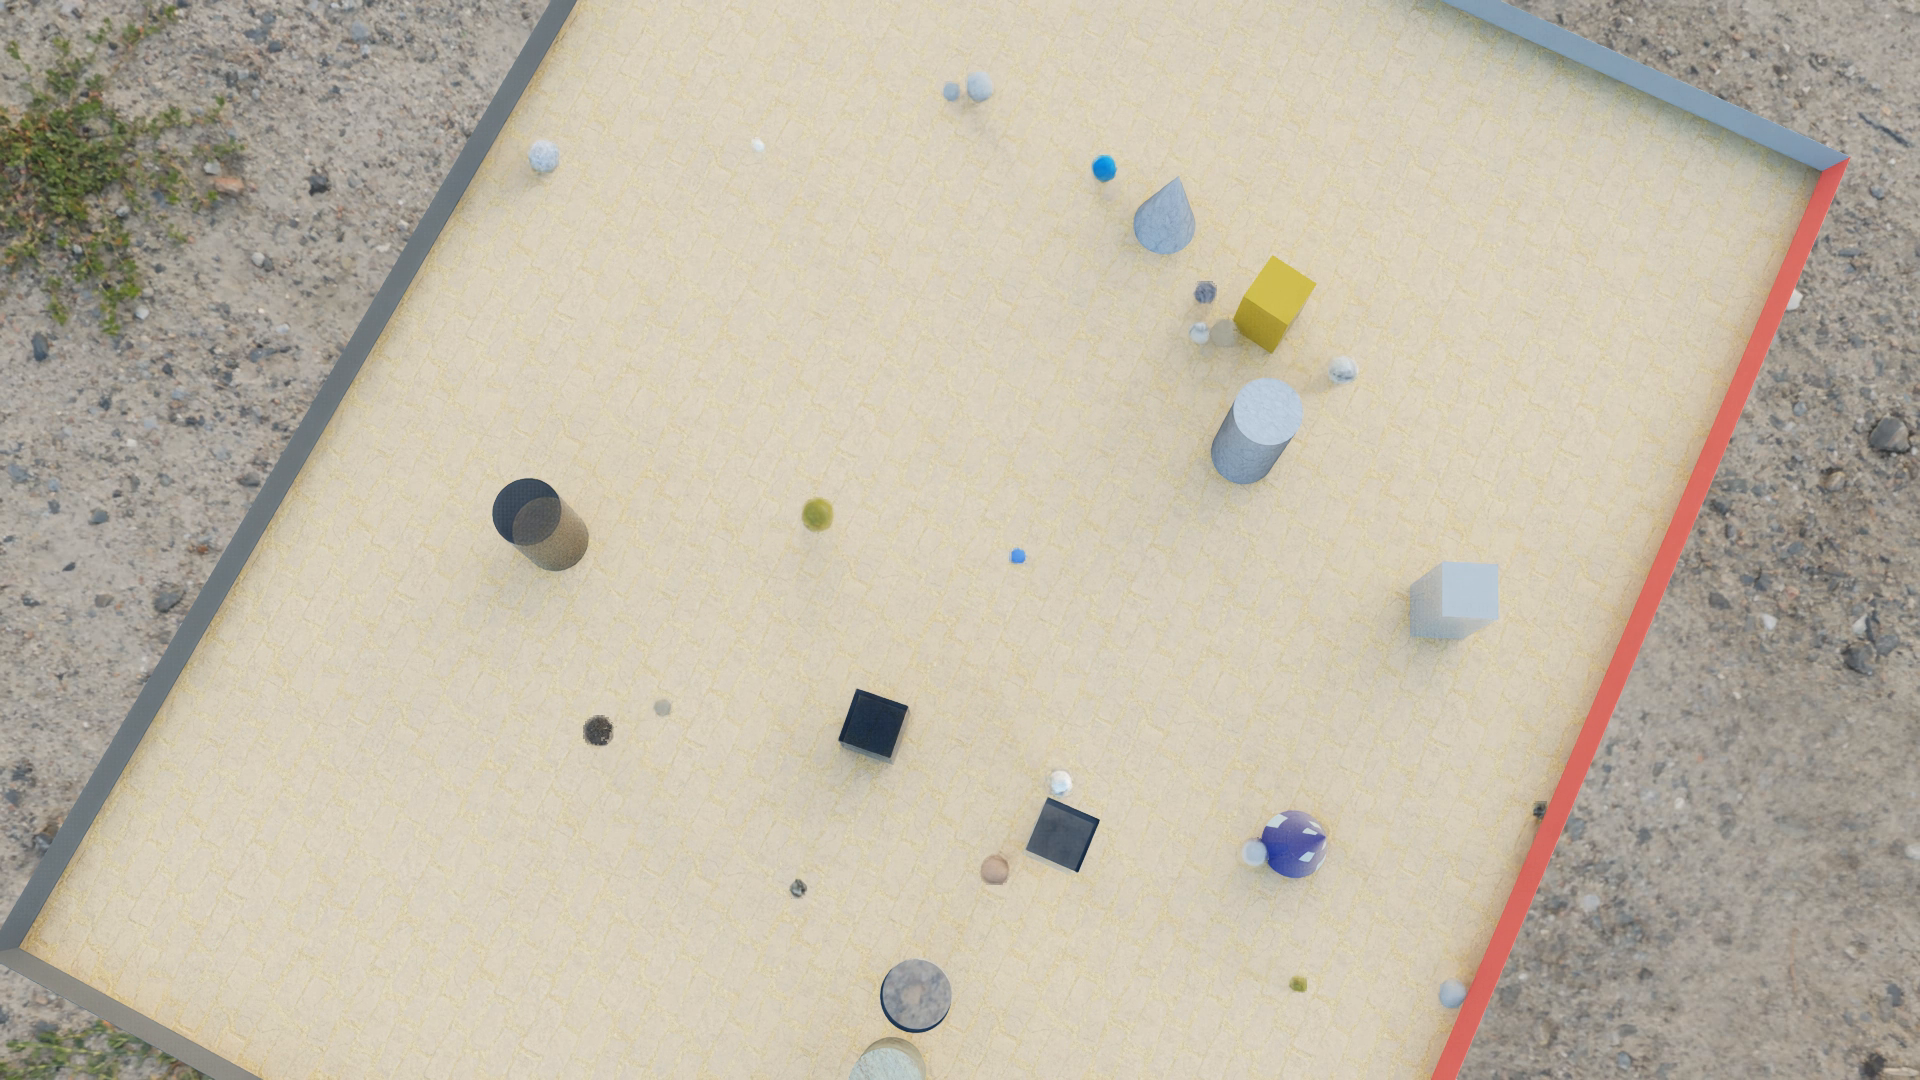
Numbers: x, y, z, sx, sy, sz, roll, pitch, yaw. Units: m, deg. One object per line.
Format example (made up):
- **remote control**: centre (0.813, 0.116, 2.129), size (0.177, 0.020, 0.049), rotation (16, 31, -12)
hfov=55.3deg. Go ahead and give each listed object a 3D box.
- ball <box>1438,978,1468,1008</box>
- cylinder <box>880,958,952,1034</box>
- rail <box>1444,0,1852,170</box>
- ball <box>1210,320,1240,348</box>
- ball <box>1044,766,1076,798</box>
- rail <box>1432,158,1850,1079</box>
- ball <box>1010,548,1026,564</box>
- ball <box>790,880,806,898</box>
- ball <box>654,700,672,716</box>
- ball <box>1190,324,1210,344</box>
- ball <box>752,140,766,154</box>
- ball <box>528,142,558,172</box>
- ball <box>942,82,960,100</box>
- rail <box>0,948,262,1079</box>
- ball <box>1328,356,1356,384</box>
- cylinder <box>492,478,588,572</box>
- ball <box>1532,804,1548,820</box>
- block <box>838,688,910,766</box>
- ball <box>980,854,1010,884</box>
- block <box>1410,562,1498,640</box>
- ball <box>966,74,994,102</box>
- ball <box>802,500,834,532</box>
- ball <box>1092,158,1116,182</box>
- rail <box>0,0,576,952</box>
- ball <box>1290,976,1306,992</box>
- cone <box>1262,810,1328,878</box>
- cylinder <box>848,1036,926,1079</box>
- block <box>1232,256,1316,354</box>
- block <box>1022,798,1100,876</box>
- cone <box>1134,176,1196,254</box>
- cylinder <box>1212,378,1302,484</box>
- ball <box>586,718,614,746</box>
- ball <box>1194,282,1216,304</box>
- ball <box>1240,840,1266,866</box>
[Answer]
- **ball**: centre (1.426, 1.312, 5.304), size (0.080, 0.080, 0.080), rotation (0, 78, 0)
- **cylinder**: centre (-0.122, 1.287, 5.196), size (0.198, 0.302, 0.198), rotation (0, 78, 0)
- **rail**: centre (1.034, -2.019, 5.968), size (3.898, 0.129, 0.045), rotation (26, 80, 5)
- **ball**: centre (0.826, -0.642, 5.704), size (0.089, 0.089, 0.089), rotation (0, 78, 0)
- **ball**: centre (0.296, 0.715, 5.422), size (0.091, 0.091, 0.091), rotation (0, 78, 0)
- **rail**: centre (1.722, 0.850, 5.374), size (0.045, 0.129, 4.674), rotation (26, 80, 5)
- **ball**: centre (0.179, 0.049, 5.582), size (0.047, 0.047, 0.047), rotation (0, 78, 0)
- **ball**: centre (-0.475, 1.023, 5.379), size (0.050, 0.050, 0.050), rotation (0, 78, 0)
- **ball**: centre (-0.890, 0.503, 5.486), size (0.052, 0.052, 0.052), rotation (0, 78, 0)
- **ball**: centre (0.748, -0.643, 5.716), size (0.067, 0.067, 0.067), rotation (0, 78, 0)
- **ball**: centre (-0.642, -1.256, 5.855), size (0.043, 0.043, 0.043), rotation (0, 78, 0)
- **ball**: centre (-1.324, -1.218, 5.820), size (0.095, 0.095, 0.095), rotation (0, 78, 0)
- **ball**: centre (-0.027, -1.440, 5.885), size (0.058, 0.058, 0.058), rotation (0, 78, 0)
- **rail**: centre (-1.034, 2.033, 5.129), size (3.898, 0.129, 0.045), rotation (26, 80, 5)
- **ball**: centre (1.184, -0.526, 5.680), size (0.089, 0.089, 0.089), rotation (0, 78, 0)
- **cylinder**: centre (-1.237, -0.041, 5.425), size (0.198, 0.392, 0.198), rotation (0, 78, 0)
- **ball**: centre (1.721, 0.804, 5.426), size (0.048, 0.048, 0.048), rotation (0, 78, 0)
- **block**: centre (-0.249, 0.550, 5.380), size (0.159, 0.241, 0.159), rotation (18, 79, 4)
- **ball**: centre (0.103, 0.966, 5.374), size (0.084, 0.084, 0.084), rotation (0, 78, 0)
- **block**: centre (1.447, 0.181, 5.383), size (0.159, 0.384, 0.159), rotation (3, 78, 1)
- **ball**: centre (0.065, -1.450, 5.871), size (0.089, 0.089, 0.089), rotation (0, 78, 0)
- **ball**: centre (-0.432, -0.073, 5.581), size (0.099, 0.099, 0.099), rotation (0, 78, 0)
- **ball**: centre (0.459, -1.177, 5.821), size (0.077, 0.077, 0.077), rotation (0, 78, 0)
- **rail**: centre (-1.722, -0.836, 5.723), size (0.045, 0.129, 4.674), rotation (26, 80, 5)
- **ball**: centre (0.981, 1.289, 5.325), size (0.048, 0.048, 0.048), rotation (0, 78, 0)
- **cone**: centre (0.992, 0.853, 5.198), size (0.198, 0.473, 0.198), rotation (0, 78, 0)
- **cylinder**: centre (-0.197, 1.490, 5.063), size (0.198, 0.480, 0.198), rotation (0, 78, 0)
- **block**: centre (0.958, -0.719, 5.620), size (0.159, 0.285, 0.159), rotation (35, 80, 7)
- **block**: centre (0.286, 0.853, 5.257), size (0.159, 0.359, 0.159), rotation (23, 79, 5)
- **cone**: centre (0.649, -1.042, 5.630), size (0.198, 0.396, 0.198), rotation (0, 78, 0)
- **cylinder**: centre (0.876, -0.317, 5.438), size (0.198, 0.478, 0.198), rotation (0, 78, 0)
- **ball**: centre (-1.072, 0.571, 5.455), size (0.085, 0.085, 0.085), rotation (0, 78, 0)
- **ball**: centre (0.768, -0.773, 5.742), size (0.068, 0.068, 0.068), rotation (0, 78, 0)
- **ball**: centre (0.864, 0.919, 5.388), size (0.075, 0.075, 0.075), rotation (0, 78, 0)
